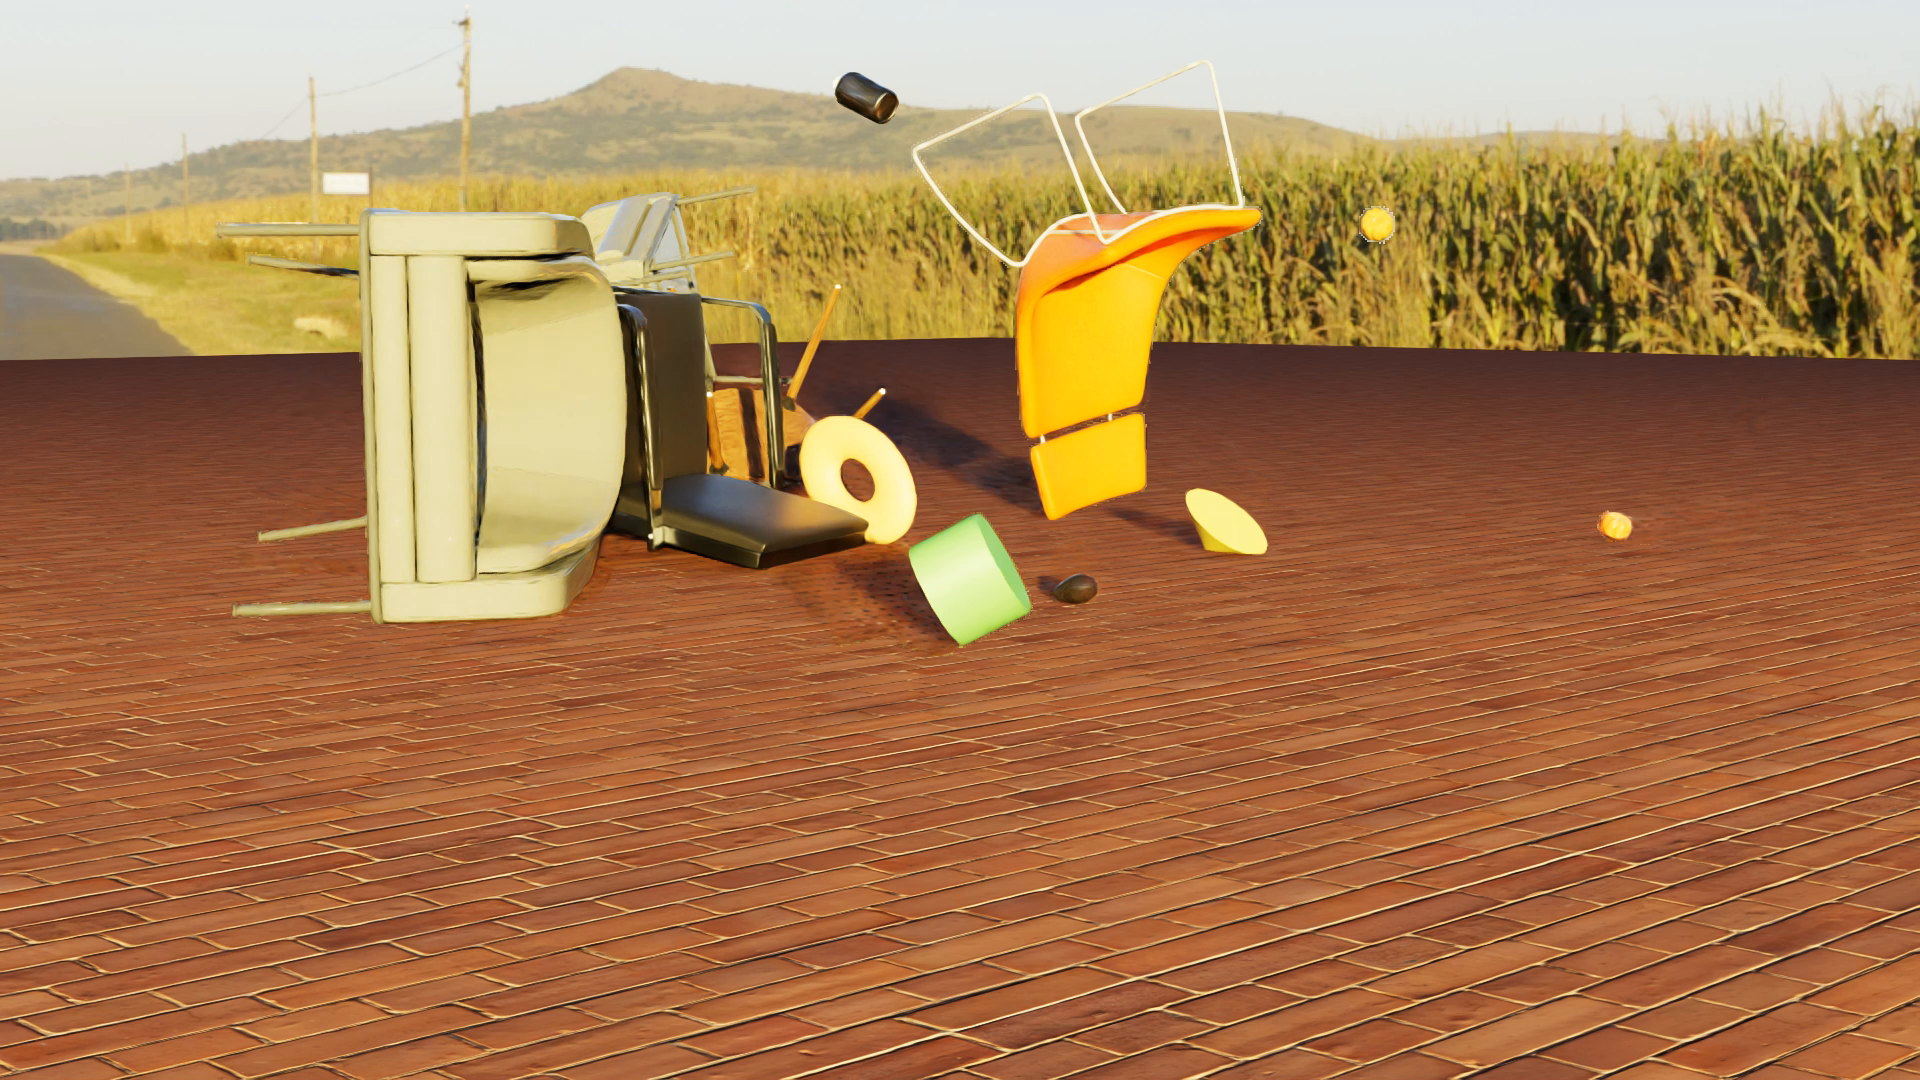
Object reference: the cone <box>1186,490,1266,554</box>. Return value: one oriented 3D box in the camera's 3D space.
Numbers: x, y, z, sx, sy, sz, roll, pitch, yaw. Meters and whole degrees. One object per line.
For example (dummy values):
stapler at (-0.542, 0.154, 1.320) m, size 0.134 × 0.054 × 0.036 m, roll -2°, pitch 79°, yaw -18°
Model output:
cone at (0.614, -0.010, 6.149) m, size 0.223 × 0.094 × 0.233 m, roll 5°, pitch 39°, yaw -42°

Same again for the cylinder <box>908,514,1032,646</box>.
cylinder at (0.019, 0.069, 4.432) m, size 0.130 × 0.185 × 0.278 m, roll -27°, pitch -16°, yaw 6°

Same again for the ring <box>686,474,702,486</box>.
ring at (-0.835, -0.187, 8.058) m, size 0.052 × 0.022 × 0.105 m, roll -24°, pitch 9°, yaw -4°

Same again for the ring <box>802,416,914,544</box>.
ring at (-0.253, -0.148, 6.329) m, size 0.380 × 0.282 × 0.064 m, roll 42°, pitch 28°, yaw 24°

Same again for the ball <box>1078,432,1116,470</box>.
ball at (0.463, -0.302, 8.711) m, size 0.129 × 0.129 × 0.129 m, roll 0°, pitch 6°, yaw 0°
